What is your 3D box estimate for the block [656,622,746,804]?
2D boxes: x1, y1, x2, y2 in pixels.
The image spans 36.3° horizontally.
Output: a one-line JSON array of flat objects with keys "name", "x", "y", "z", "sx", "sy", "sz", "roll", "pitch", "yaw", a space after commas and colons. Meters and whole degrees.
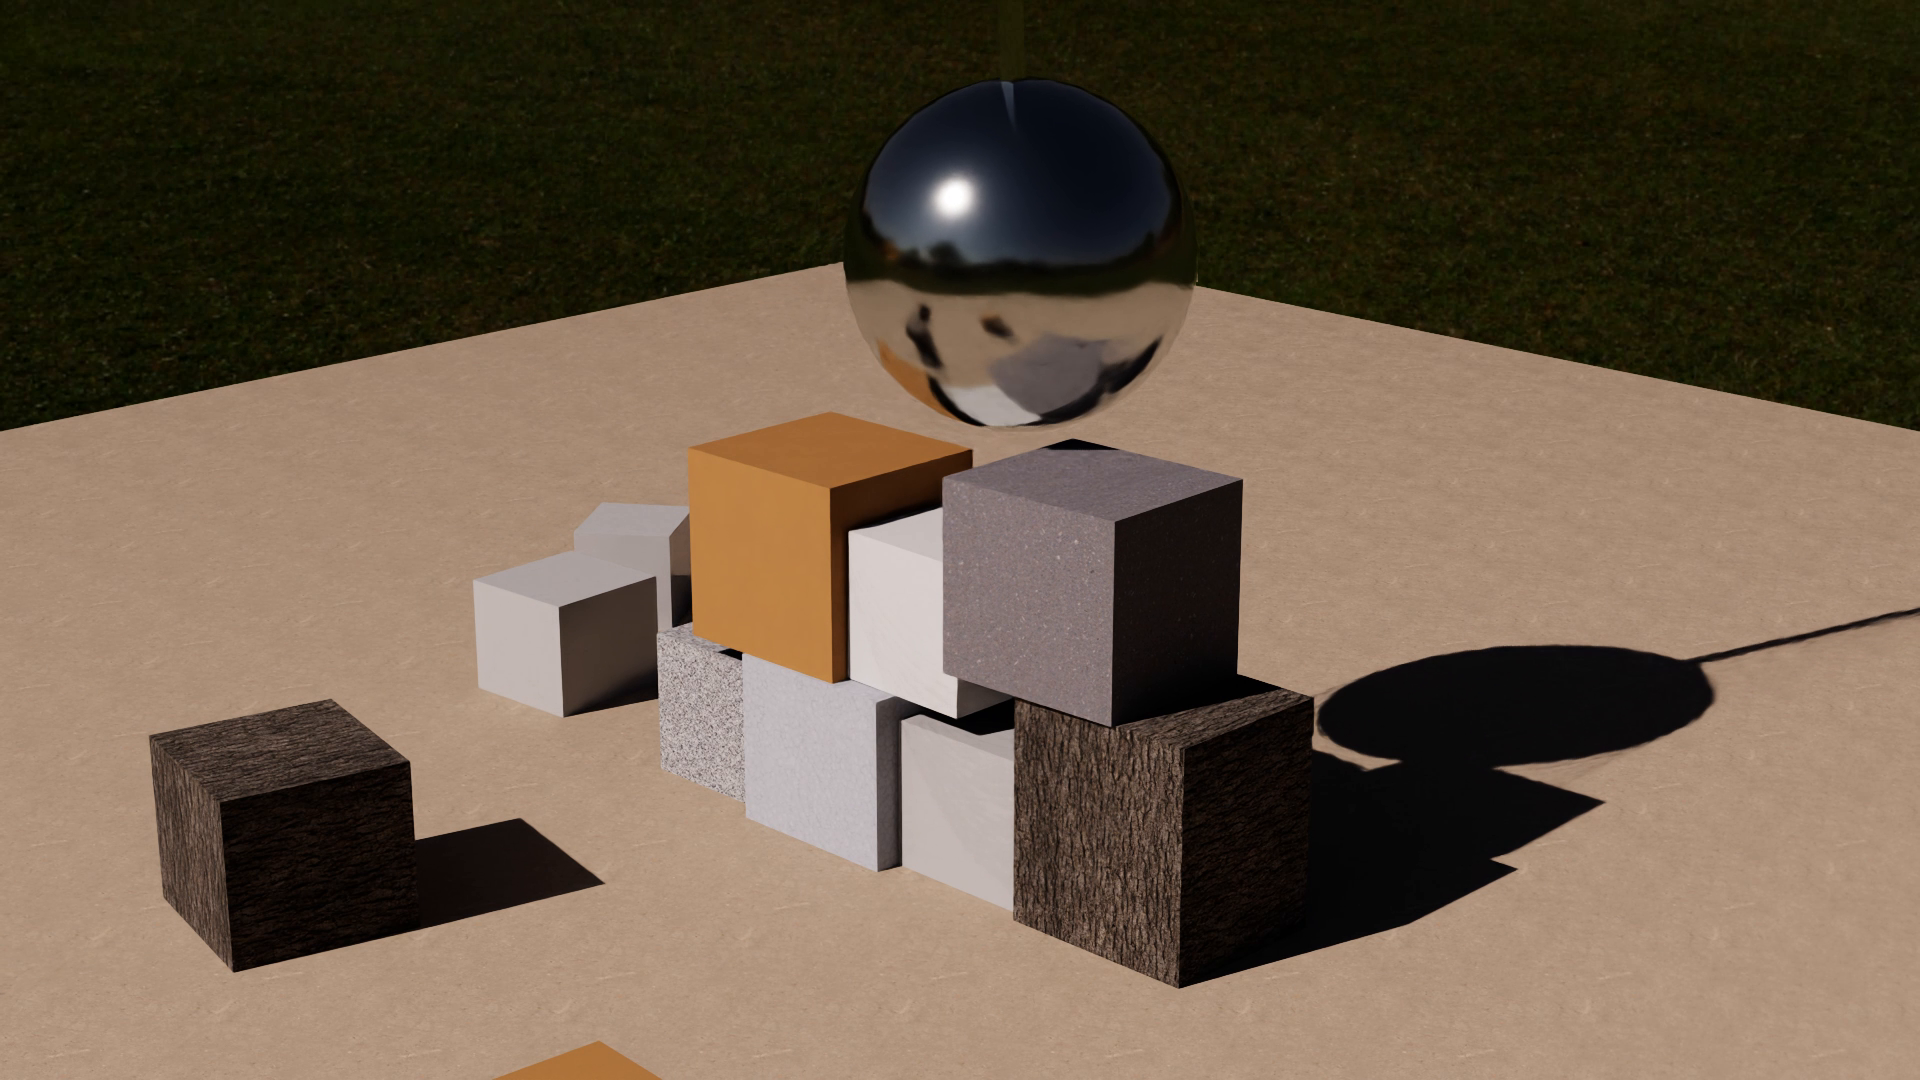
[{"name": "block", "x": -0.959, "y": 0.802, "z": 14.589, "sx": 0.762, "sy": 0.721, "sz": 0.764, "roll": -17, "pitch": 24, "yaw": -42}]

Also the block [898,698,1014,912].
[{"name": "block", "x": 0.248, "y": 1.168, "z": 13.429, "sx": 0.709, "sy": 0.718, "sz": 0.786, "roll": -17, "pitch": 24, "yaw": -42}]

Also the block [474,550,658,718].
[{"name": "block", "x": -2.110, "y": 0.494, "z": 15.750, "sx": 0.685, "sy": 0.613, "sz": 0.691, "roll": 15, "pitch": 23, "yaw": 39}]

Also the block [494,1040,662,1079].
[{"name": "block", "x": -1.287, "y": 2.289, "z": 9.757, "sx": 0.816, "sy": 0.781, "sz": 0.844, "roll": -15, "pitch": 23, "yaw": -39}]

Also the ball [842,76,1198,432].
[{"name": "ball", "x": 0.270, "y": -1.284, "z": 13.221, "sx": 1.600, "sy": 1.600, "sz": 1.600, "roll": 0, "pitch": 17, "yaw": 0}]

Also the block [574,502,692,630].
[{"name": "block", "x": -1.867, "y": 0.149, "z": 16.932, "sx": 0.556, "sy": 0.563, "sz": 0.588, "roll": 3, "pitch": 18, "yaw": 9}]

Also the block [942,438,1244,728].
[{"name": "block", "x": 0.570, "y": 0.162, "z": 12.729, "sx": 0.964, "sy": 0.897, "sz": 0.857, "roll": 16, "pitch": 23, "yaw": 40}]

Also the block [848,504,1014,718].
[{"name": "block", "x": 0.015, "y": 0.293, "z": 13.451, "sx": 0.702, "sy": 0.713, "sz": 0.793, "roll": 18, "pitch": 25, "yaw": 41}]

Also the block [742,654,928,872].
[{"name": "block", "x": -0.355, "y": 0.929, "z": 14.001, "sx": 0.918, "sy": 0.833, "sz": 0.988, "roll": 17, "pitch": 24, "yaw": 42}]

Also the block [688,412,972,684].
[{"name": "block", "x": -0.613, "y": 0.014, "z": 13.964, "sx": 0.978, "sy": 0.935, "sz": 0.924, "roll": 16, "pitch": 24, "yaw": 42}]

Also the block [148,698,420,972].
[{"name": "block", "x": -2.986, "y": 1.285, "z": 12.953, "sx": 0.850, "sy": 0.782, "sz": 0.922, "roll": -11, "pitch": 21, "yaw": -31}]

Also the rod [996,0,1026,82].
[{"name": "rod", "x": 0.117, "y": -4.475, "z": 12.058, "sx": 0.080, "sy": 5.200, "sz": 0.080, "roll": 17, "pitch": 28, "yaw": 42}]

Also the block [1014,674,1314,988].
[{"name": "block", "x": 0.878, "y": 1.181, "z": 12.785, "sx": 0.965, "sy": 1.081, "sz": 0.851, "roll": 17, "pitch": 24, "yaw": 42}]
